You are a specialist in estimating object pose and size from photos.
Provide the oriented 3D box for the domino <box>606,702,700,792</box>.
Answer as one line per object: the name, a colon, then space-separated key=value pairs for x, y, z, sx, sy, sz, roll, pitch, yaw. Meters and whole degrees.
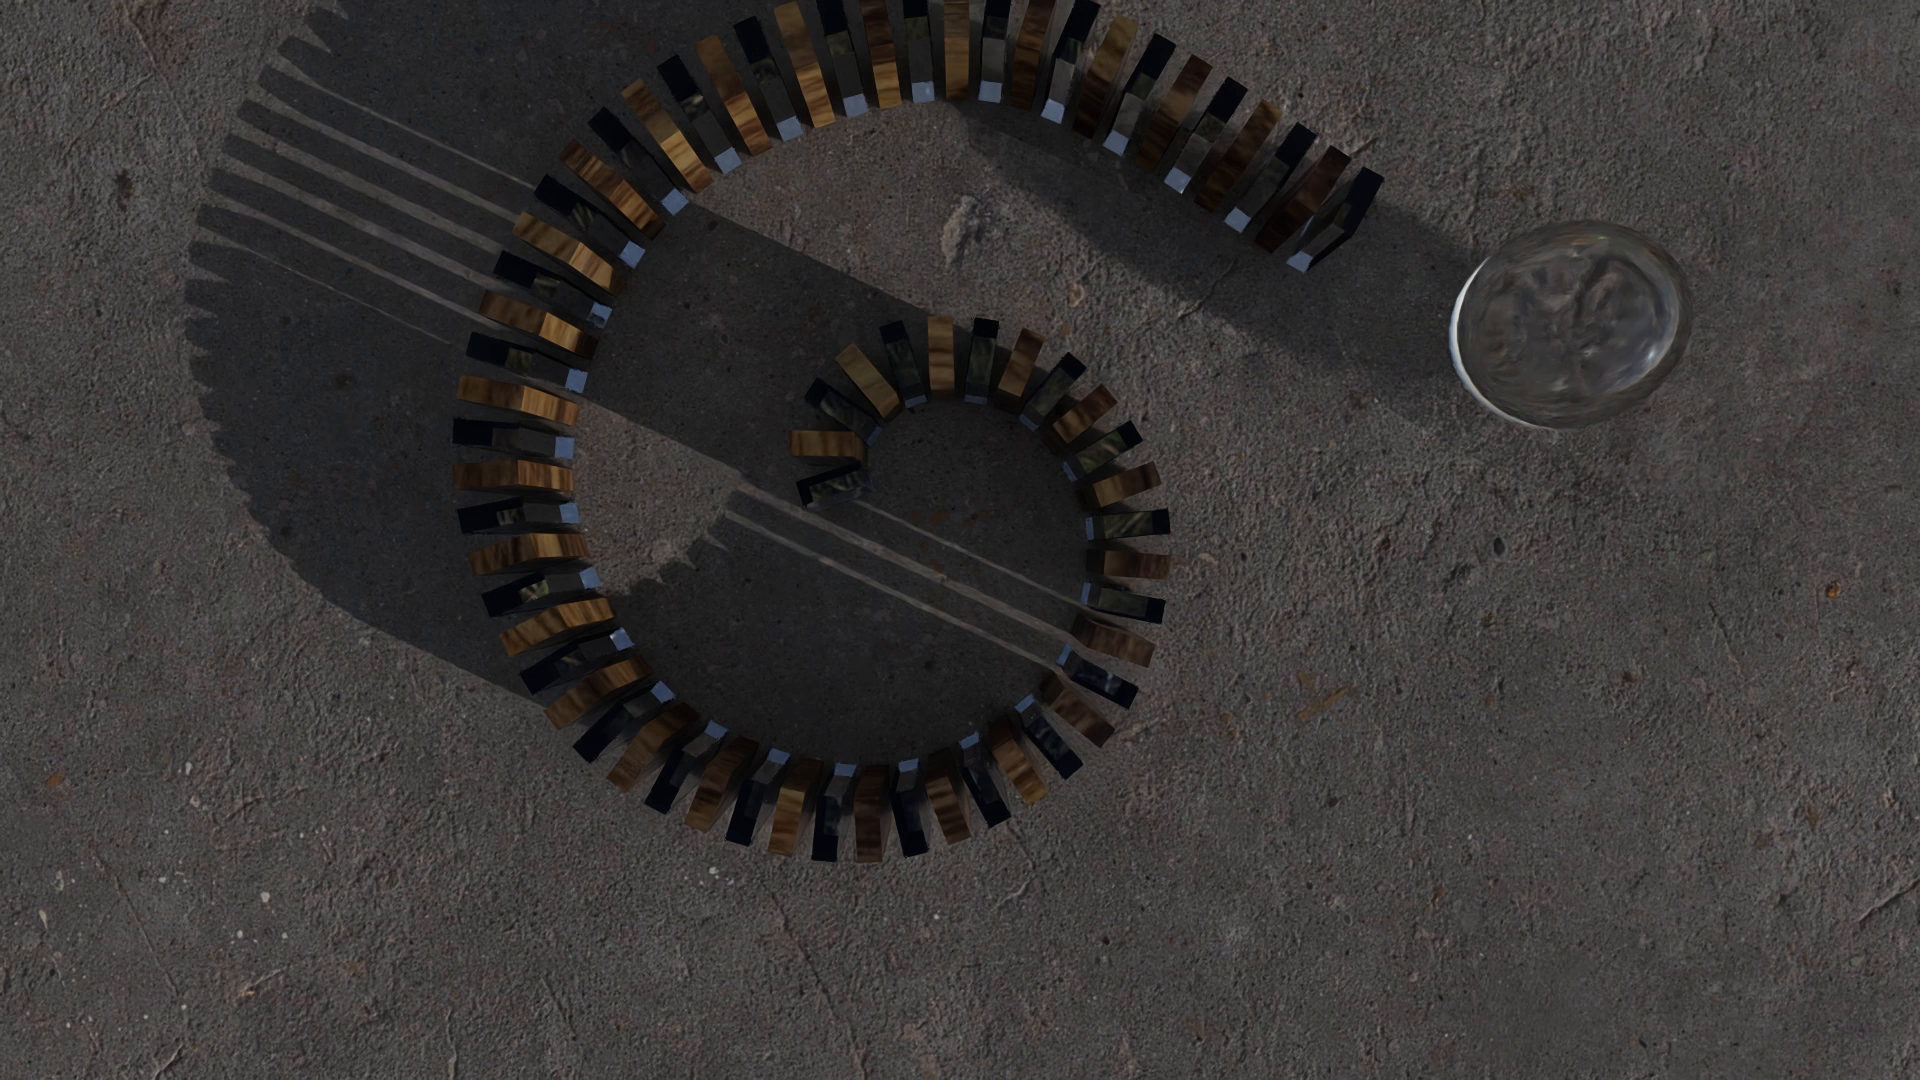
domino: x=-0.124 y=0.084 z=0.375 sx=0.010 sy=0.050 sz=0.025 roll=36 pitch=90 yaw=0

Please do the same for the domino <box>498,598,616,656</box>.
domino: x=-0.163 y=0.035 z=0.375 sx=0.025 sy=0.050 sz=0.010 roll=-27 pitch=90 yaw=0

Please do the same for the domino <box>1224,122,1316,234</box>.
domino: x=0.126 y=-0.147 z=0.375 sx=0.010 sy=0.050 sz=0.025 roll=34 pitch=90 yaw=0

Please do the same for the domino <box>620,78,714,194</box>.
domino: x=-0.118 y=-0.164 z=0.375 sx=0.010 sy=0.050 sz=0.025 roll=-37 pitch=90 yaw=0

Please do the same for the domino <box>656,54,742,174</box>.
domino: x=-0.105 y=-0.173 z=0.375 sx=0.009 sy=0.050 sz=0.025 roll=-32 pitch=90 yaw=0

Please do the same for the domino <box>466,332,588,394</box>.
domino: x=-0.176 y=-0.072 z=0.375 sx=0.025 sy=0.050 sz=0.010 roll=15 pitch=90 yaw=0

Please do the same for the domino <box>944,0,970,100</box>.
domino: x=-0.001 y=-0.205 z=0.375 sx=0.009 sy=0.050 sz=0.025 roll=0 pitch=90 yaw=0

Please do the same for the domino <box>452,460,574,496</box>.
domino: x=-0.181 y=-0.025 z=0.375 sx=0.025 sy=0.050 sz=0.009 roll=-5 pitch=90 yaw=0

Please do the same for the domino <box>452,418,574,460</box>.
domino: x=-0.181 y=-0.041 z=0.375 sx=0.025 sy=0.050 sz=0.010 roll=4 pitch=90 yaw=0

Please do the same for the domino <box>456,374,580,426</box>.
domino: x=-0.179 y=-0.056 z=0.375 sx=0.025 sy=0.050 sz=0.009 roll=10 pitch=90 yaw=0

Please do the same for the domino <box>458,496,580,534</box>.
domino: x=-0.179 y=-0.010 z=0.375 sx=0.025 sy=0.050 sz=0.009 roll=-12 pitch=90 yaw=0

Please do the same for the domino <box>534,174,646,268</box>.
domino: x=-0.150 y=-0.129 z=0.375 sx=0.025 sy=0.050 sz=0.009 roll=33 pitch=90 yaw=0

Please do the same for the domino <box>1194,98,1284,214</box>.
domino: x=0.113 y=-0.156 z=0.375 sx=0.010 sy=0.050 sz=0.025 roll=34 pitch=90 yaw=0

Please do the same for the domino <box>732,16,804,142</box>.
domino: x=-0.078 y=-0.187 z=0.375 sx=0.009 sy=0.050 sz=0.025 roll=-23 pitch=90 yaw=0

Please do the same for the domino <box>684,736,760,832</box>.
domino: x=-0.097 y=0.099 z=0.375 sx=0.009 sy=0.050 sz=0.025 roll=22 pitch=90 yaw=0

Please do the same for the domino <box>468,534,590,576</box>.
domino: x=-0.175 y=0.006 z=0.375 sx=0.025 sy=0.050 sz=0.010 roll=-17 pitch=90 yaw=0

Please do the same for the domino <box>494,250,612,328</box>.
domino: x=-0.165 y=-0.101 z=0.375 sx=0.025 sy=0.050 sz=0.009 roll=24 pitch=90 yaw=0

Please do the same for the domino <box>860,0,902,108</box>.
domino: x=-0.033 y=-0.201 z=0.375 sx=0.009 sy=0.050 sz=0.025 roll=-11 pitch=90 yaw=0

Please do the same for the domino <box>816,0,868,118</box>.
domino: x=-0.048 y=-0.198 z=0.375 sx=0.009 sy=0.050 sz=0.025 roll=-16 pitch=90 yaw=0

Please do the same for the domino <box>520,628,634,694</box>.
domino: x=-0.155 y=0.049 z=0.375 sx=0.025 sy=0.050 sz=0.010 roll=-32 pitch=90 yaw=0

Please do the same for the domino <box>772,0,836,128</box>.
domino: x=-0.063 y=-0.193 z=0.375 sx=0.010 sy=0.050 sz=0.025 roll=-20 pitch=90 yaw=0

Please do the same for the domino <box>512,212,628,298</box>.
domino: x=-0.158 y=-0.116 z=0.375 sx=0.025 sy=0.050 sz=0.009 roll=28 pitch=90 yaw=0

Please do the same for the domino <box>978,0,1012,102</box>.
domino: x=0.014 y=-0.204 z=0.375 sx=0.009 sy=0.050 sz=0.025 roll=8 pitch=90 yaw=0

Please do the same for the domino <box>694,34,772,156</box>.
domino: x=-0.092 y=-0.180 z=0.375 sx=0.010 sy=0.050 sz=0.025 roll=-27 pitch=90 yaw=0

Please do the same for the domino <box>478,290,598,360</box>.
domino: x=-0.171 y=-0.087 z=0.375 sx=0.025 sy=0.050 sz=0.009 roll=20 pitch=90 yaw=0

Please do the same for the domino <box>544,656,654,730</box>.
domino: x=-0.146 y=0.062 z=0.375 sx=0.025 sy=0.050 sz=0.010 roll=-37 pitch=90 yaw=0

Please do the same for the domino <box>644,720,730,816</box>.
domino: x=-0.111 y=0.092 z=0.375 sx=0.010 sy=0.050 sz=0.025 roll=28 pitch=90 yaw=0

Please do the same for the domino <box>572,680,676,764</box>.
domino: x=-0.136 y=0.073 z=0.375 sx=0.025 sy=0.050 sz=0.009 roll=-45 pitch=90 yaw=0

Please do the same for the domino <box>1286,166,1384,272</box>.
domino: x=0.152 y=-0.130 z=0.375 sx=0.010 sy=0.050 sz=0.025 roll=28 pitch=90 yaw=0

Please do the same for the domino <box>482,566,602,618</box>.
domino: x=-0.170 y=0.021 z=0.375 sx=0.025 sy=0.050 sz=0.009 roll=-22 pitch=90 yaw=0

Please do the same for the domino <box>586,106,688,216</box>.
domino: x=-0.131 y=-0.154 z=0.375 sx=0.010 sy=0.050 sz=0.025 roll=-44 pitch=90 yaw=0

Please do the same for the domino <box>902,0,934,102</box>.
domino: x=-0.017 y=-0.204 z=0.375 sx=0.010 sy=0.050 sz=0.025 roll=-6 pitch=90 yaw=0

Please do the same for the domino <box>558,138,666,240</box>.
domino: x=-0.141 y=-0.142 z=0.375 sx=0.025 sy=0.050 sz=0.010 roll=39 pitch=90 yaw=0

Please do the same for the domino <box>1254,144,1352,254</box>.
domino: x=0.139 y=-0.138 z=0.375 sx=0.010 sy=0.050 sz=0.025 roll=33 pitch=90 yaw=0
